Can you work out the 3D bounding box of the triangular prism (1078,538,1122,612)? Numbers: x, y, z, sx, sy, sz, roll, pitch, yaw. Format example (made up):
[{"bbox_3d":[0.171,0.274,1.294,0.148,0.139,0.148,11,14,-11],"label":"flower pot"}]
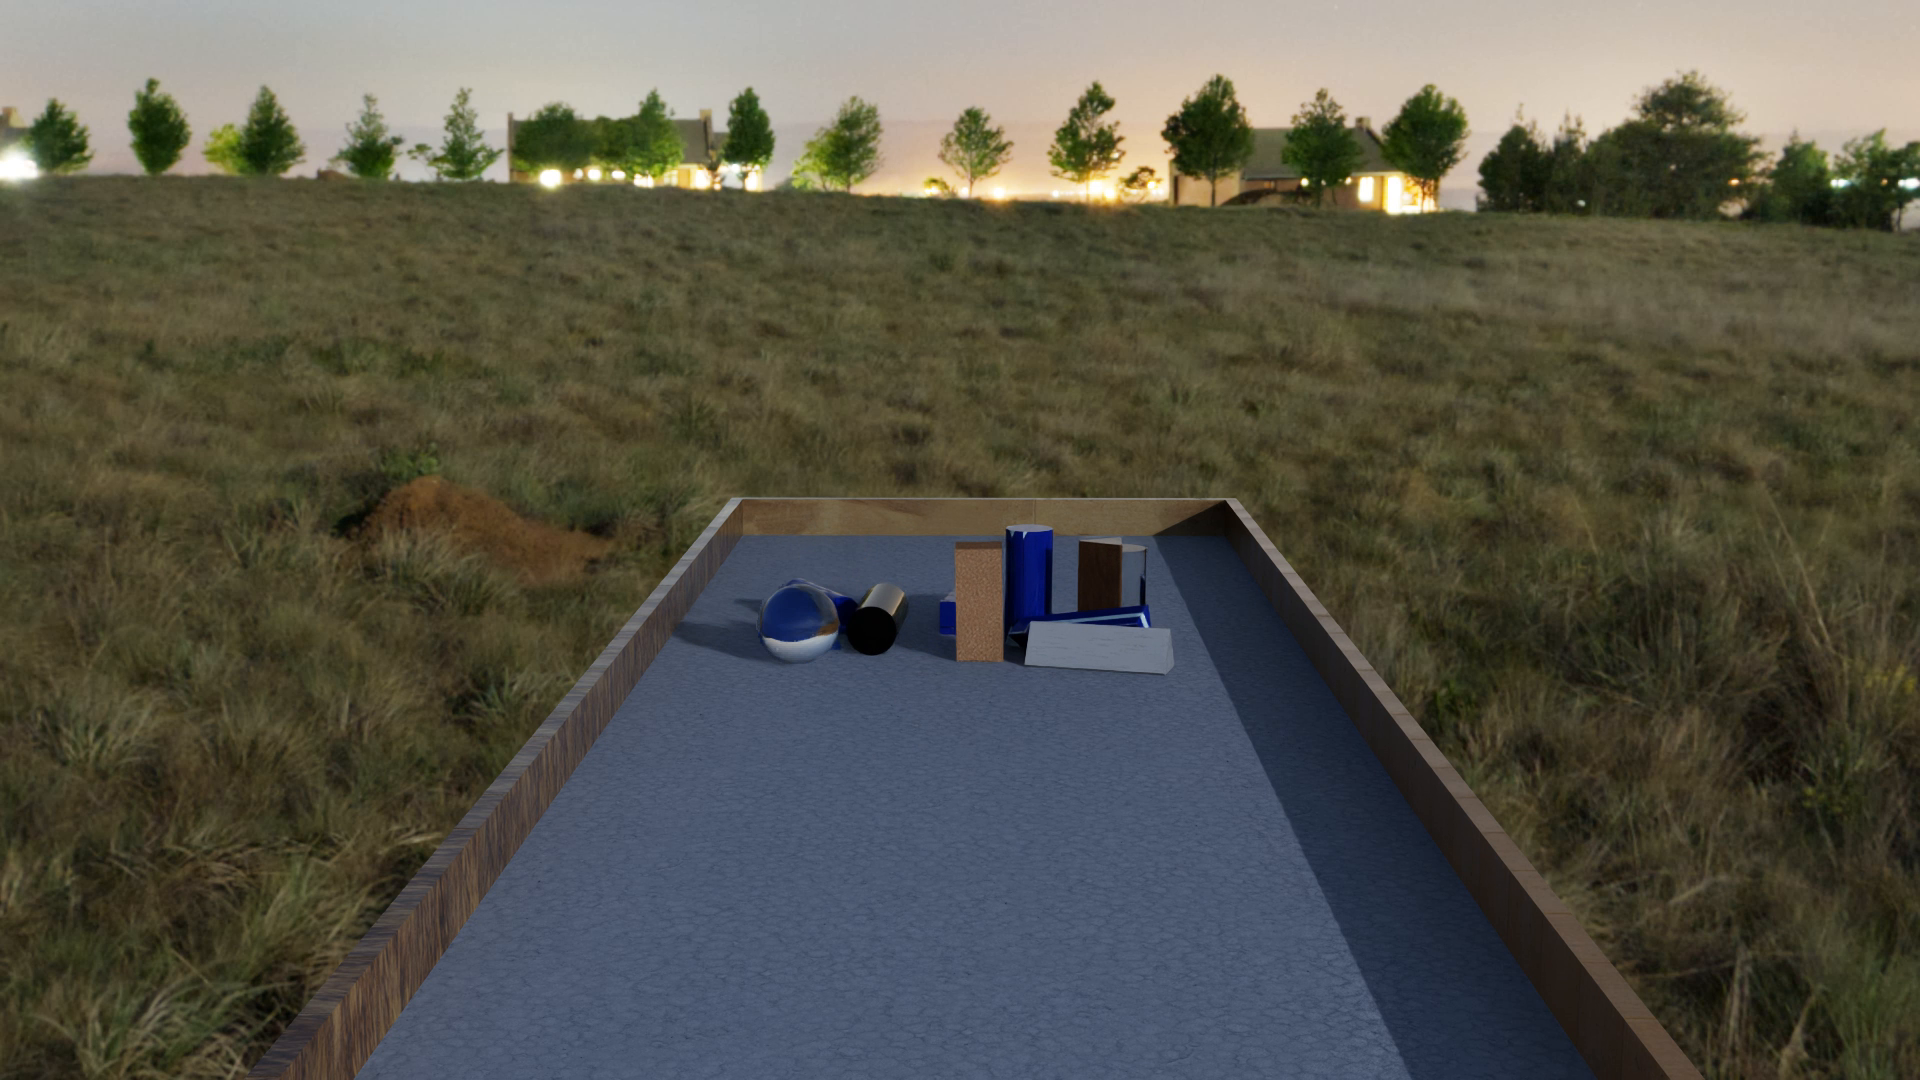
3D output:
[{"bbox_3d":[0.458,0.175,6.770,0.149,0.355,0.129,6,11,32],"label":"triangular prism"}]

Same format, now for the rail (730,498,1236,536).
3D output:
[{"bbox_3d":[0.099,-0.098,9.147,2.100,0.150,0.050,0,9,1],"label":"rail"}]

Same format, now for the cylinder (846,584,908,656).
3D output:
[{"bbox_3d":[-0.258,0.248,6.953,0.154,0.154,0.404,1,9,4],"label":"cylinder"}]

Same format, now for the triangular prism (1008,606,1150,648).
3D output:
[{"bbox_3d":[0.371,0.256,6.725,0.451,0.085,0.098,-7,-31,33],"label":"triangular prism"}]

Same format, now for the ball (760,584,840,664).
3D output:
[{"bbox_3d":[-0.485,0.253,6.641,0.242,0.242,0.242,0,9,0],"label":"ball"}]

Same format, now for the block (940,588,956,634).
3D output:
[{"bbox_3d":[0.034,0.219,7.284,0.108,0.108,0.438,2,9,12],"label":"block"}]

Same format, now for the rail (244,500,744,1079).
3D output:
[{"bbox_3d":[-1.004,0.839,3.234,0.050,0.150,12.000,0,9,1],"label":"rail"}]

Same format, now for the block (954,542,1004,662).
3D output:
[{"bbox_3d":[0.059,0.187,6.716,0.142,0.346,0.142,-1,9,1],"label":"block"}]

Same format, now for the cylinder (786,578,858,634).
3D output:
[{"bbox_3d":[-0.462,0.217,7.244,0.124,0.124,0.377,-4,10,-26],"label":"cylinder"}]

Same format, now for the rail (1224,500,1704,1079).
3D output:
[{"bbox_3d":[1.046,0.843,3.208,0.050,0.150,12.000,0,9,1],"label":"rail"}]

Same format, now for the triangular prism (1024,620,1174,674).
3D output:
[{"bbox_3d":[0.419,0.315,6.601,0.427,0.125,0.144,3,10,17],"label":"triangular prism"}]

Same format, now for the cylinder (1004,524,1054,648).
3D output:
[{"bbox_3d":[0.217,0.143,6.930,0.149,0.366,0.149,0,9,0],"label":"cylinder"}]

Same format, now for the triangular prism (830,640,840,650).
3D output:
[{"bbox_3d":[-0.509,0.271,6.957,0.117,0.101,0.334,-6,11,-32],"label":"triangular prism"}]

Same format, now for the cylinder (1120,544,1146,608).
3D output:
[{"bbox_3d":[0.504,0.176,6.919,0.160,0.306,0.160,0,9,0],"label":"cylinder"}]
